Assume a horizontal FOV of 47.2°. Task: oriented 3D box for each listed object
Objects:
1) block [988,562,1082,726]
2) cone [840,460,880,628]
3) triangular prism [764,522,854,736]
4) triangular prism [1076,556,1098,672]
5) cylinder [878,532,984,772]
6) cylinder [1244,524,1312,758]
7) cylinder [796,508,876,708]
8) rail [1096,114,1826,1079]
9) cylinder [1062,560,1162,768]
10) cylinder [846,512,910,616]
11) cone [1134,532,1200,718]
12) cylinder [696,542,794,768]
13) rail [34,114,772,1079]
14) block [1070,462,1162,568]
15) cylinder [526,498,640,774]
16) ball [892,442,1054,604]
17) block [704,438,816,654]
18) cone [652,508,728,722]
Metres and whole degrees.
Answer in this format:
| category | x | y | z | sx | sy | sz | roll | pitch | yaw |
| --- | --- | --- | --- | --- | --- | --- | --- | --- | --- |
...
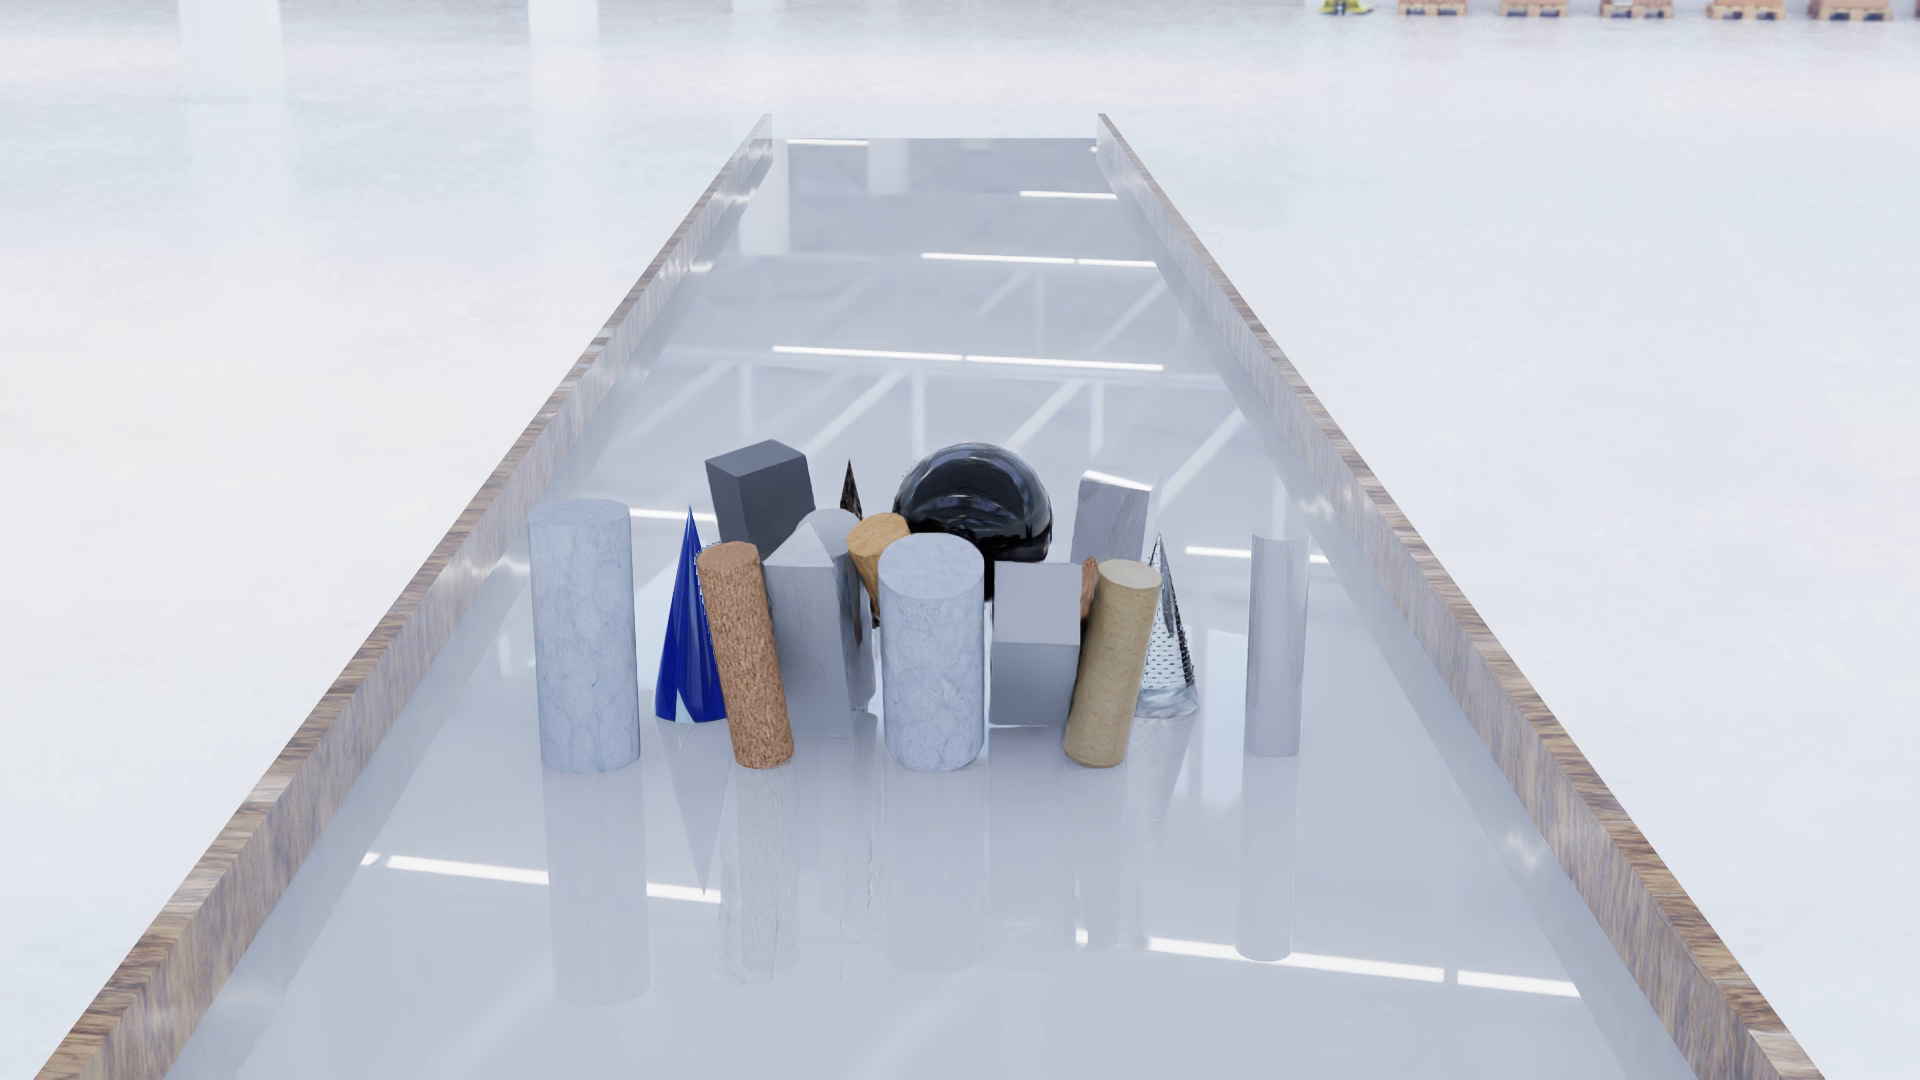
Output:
| category | x | y | z | sx | sy | sz | roll | pitch | yaw |
| --- | --- | --- | --- | --- | --- | --- | --- | --- | --- |
| block | 0.130 | 0.190 | 3.903 | 0.147 | 0.147 | 0.424 | 2 | -24 | 1 |
| cone | -0.229 | -0.001 | 4.609 | 0.150 | 0.354 | 0.150 | 0 | 17 | 0 |
| triangular prism | -0.257 | 0.162 | 3.906 | 0.121 | 0.442 | 0.104 | 2 | 45 | 6 |
| triangular prism | 0.238 | 0.146 | 4.126 | 0.135 | 0.117 | 0.316 | 5 | -23 | 4 |
| cylinder | -0.047 | 0.197 | 3.805 | 0.180 | 0.395 | 0.180 | 0 | 38 | 0 |
| cylinder | 0.564 | 0.180 | 3.914 | 0.104 | 0.403 | 0.104 | 0 | 17 | 0 |
| cylinder | -0.225 | 0.132 | 4.039 | 0.122 | 0.418 | 0.122 | -1 | 46 | 1 |
| rail | 0.932 | -0.844 | 7.801 | 0.050 | 0.150 | 12.000 | 0 | 17 | -1 |
| cylinder | 0.265 | 0.217 | 3.846 | 0.113 | 0.355 | 0.113 | 8 | 24 | -4 |
| cylinder | -0.080 | 0.149 | 3.949 | 0.111 | 0.438 | 0.111 | -13 | 39 | 11 |
| cone | 0.372 | 0.144 | 4.140 | 0.174 | 0.344 | 0.174 | 0 | 17 | 0 |
| cylinder | -0.371 | 0.202 | 3.829 | 0.105 | 0.396 | 0.105 | -6 | 26 | 3 |
| rail | -1.118 | -0.838 | 7.780 | 0.050 | 0.150 | 12.000 | 0 | 17 | -1 |
| block | 0.298 | 0.052 | 4.375 | 0.139 | 0.374 | 0.139 | 10 | 18 | 12 |
| cylinder | -0.660 | 0.168 | 3.867 | 0.176 | 0.453 | 0.176 | 0 | 17 | 0 |
| ball | 0.022 | -0.031 | 4.005 | 0.297 | 0.297 | 0.297 | 0 | 17 | 0 |
| block | -0.365 | 0.036 | 4.325 | 0.148 | 0.425 | 0.148 | -20 | 24 | -25 |
| cone | -0.498 | 0.124 | 4.110 | 0.173 | 0.400 | 0.173 | 0 | 17 | 0 |
